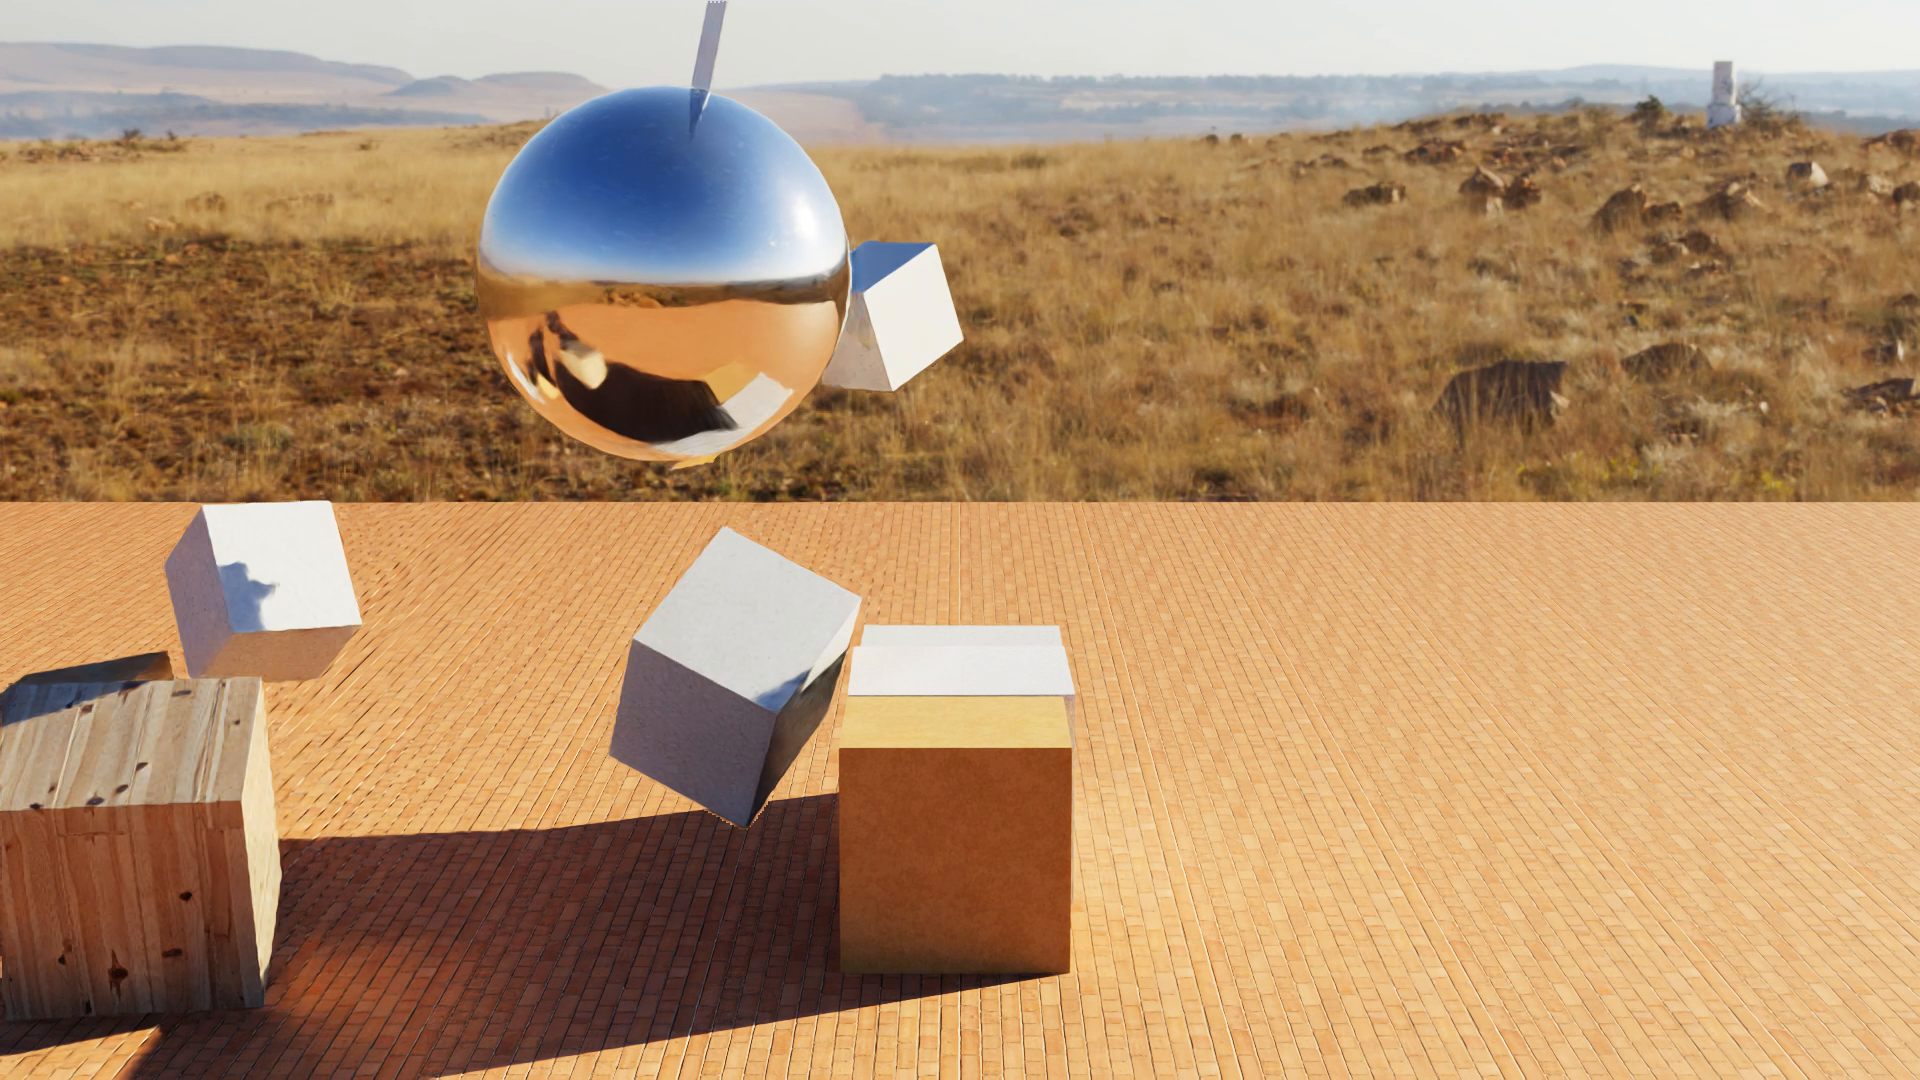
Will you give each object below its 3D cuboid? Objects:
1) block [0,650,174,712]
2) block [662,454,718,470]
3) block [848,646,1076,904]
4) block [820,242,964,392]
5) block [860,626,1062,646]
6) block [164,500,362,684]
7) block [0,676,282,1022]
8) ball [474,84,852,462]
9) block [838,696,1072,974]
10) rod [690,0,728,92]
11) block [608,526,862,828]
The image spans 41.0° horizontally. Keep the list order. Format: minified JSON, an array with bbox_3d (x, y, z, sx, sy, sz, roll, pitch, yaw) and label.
[{"bbox_3d":[-4.017,0.984,11.888,0.677,0.708,0.681,-10,11,-1],"label":"block"},{"bbox_3d":[-1.302,-0.697,12.539,0.455,0.504,0.461,48,21,9],"label":"block"},{"bbox_3d":[0.001,1.024,11.348,0.959,0.926,0.930,0,10,-1],"label":"block"},{"bbox_3d":[-0.406,-1.129,12.880,0.477,0.536,0.578,7,34,41],"label":"block"},{"bbox_3d":[0.008,0.908,12.255,0.957,0.830,0.877,0,10,0],"label":"block"},{"bbox_3d":[-3.393,0.263,12.467,0.642,0.675,0.621,-3,-26,-37],"label":"block"},{"bbox_3d":[-3.150,1.169,9.811,0.939,0.968,0.821,-2,30,-9],"label":"block"},{"bbox_3d":[-1.262,-1.135,10.974,1.600,1.600,1.600,0,10,0],"label":"ball"},{"bbox_3d":[-0.019,1.186,10.465,0.908,0.921,0.826,0,10,0],"label":"block"},{"bbox_3d":[-0.547,-4.405,10.379,0.080,5.200,0.080,12,10,-2],"label":"rod"},{"bbox_3d":[-1.056,0.642,12.030,0.746,0.868,0.847,27,46,8],"label":"block"}]
